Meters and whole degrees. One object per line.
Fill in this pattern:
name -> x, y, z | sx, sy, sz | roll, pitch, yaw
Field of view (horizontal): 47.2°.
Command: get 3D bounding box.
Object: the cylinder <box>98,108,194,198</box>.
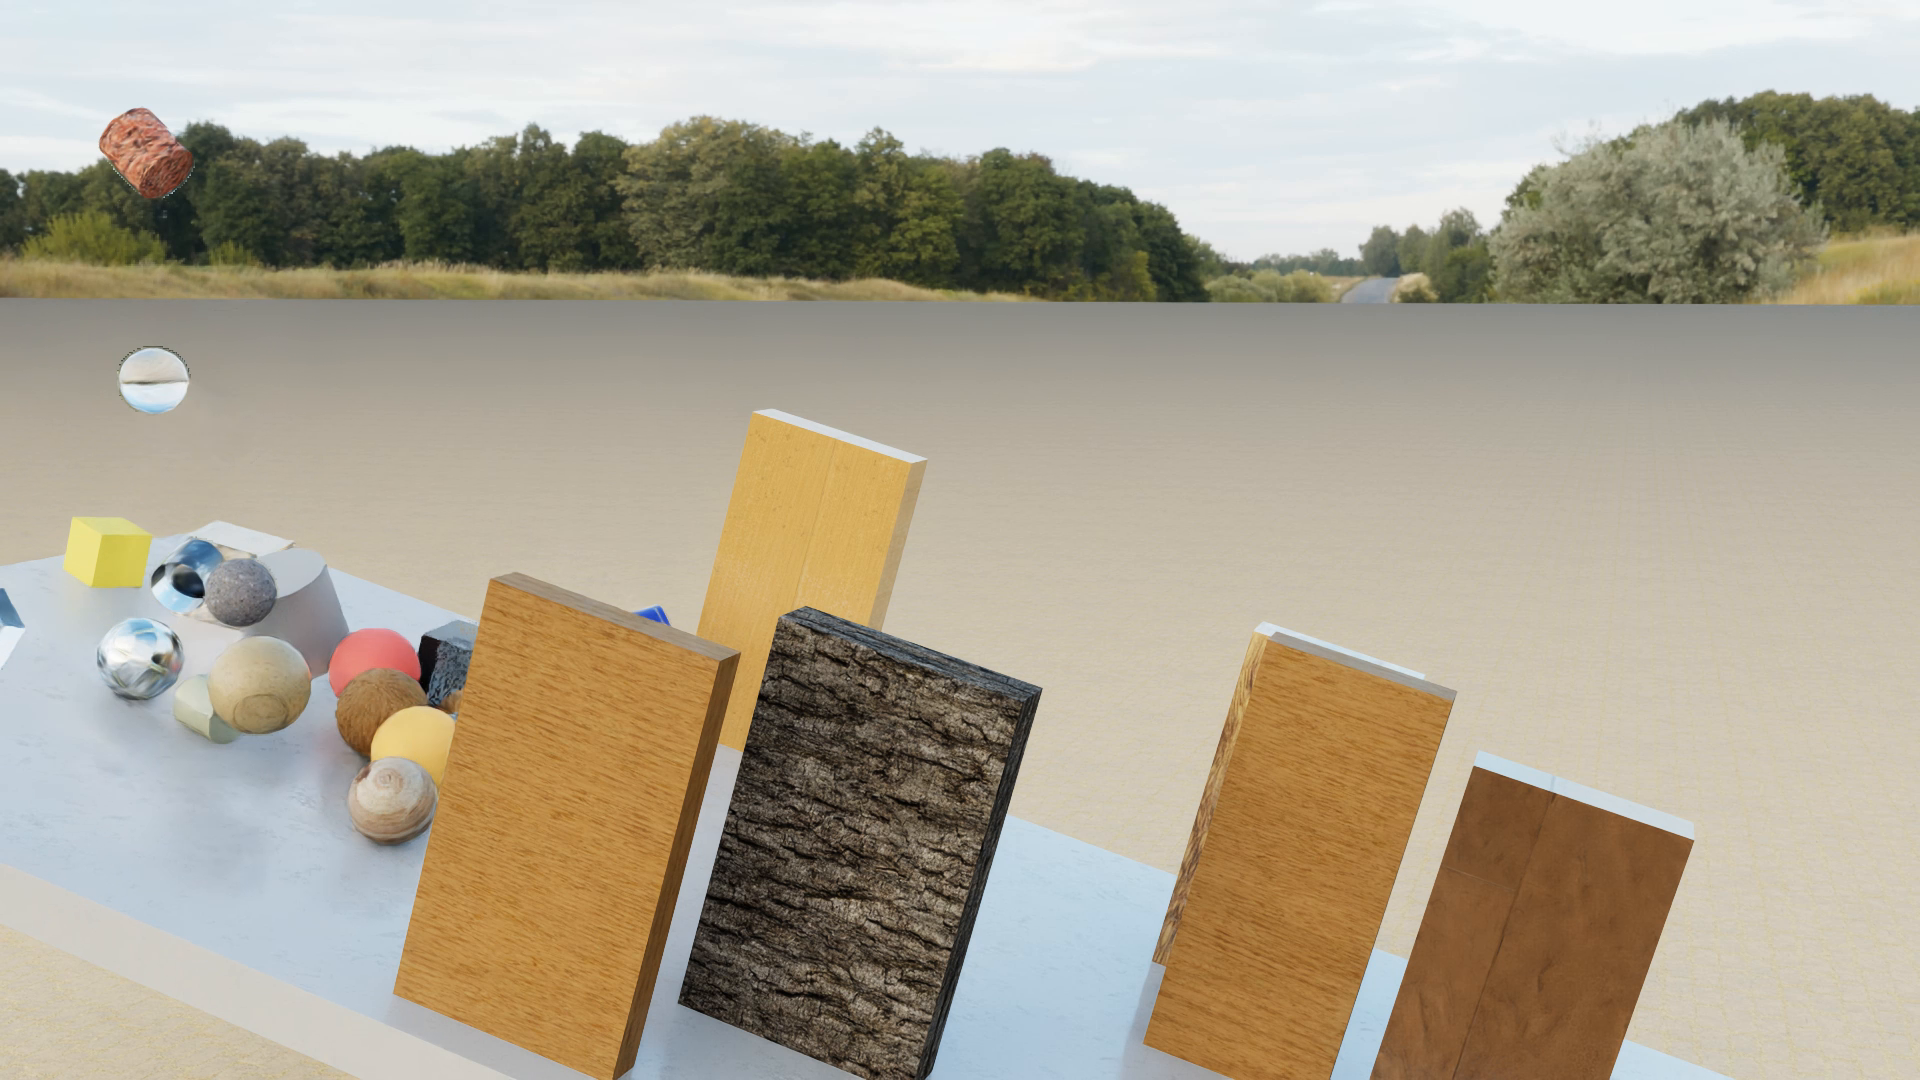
cylinder -> -1.717, -0.817, 4.639 | 0.134, 0.134, 0.134 | 46, 17, 8

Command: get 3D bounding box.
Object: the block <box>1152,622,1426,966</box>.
block -> 0.656, 0.561, 4.409 | 0.337, 0.715, 0.126 | 18, 12, 14

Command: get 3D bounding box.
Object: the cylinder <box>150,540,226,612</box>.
cylinder -> -1.572, 0.073, 4.486 | 0.112, 0.112, 0.112 | 1, 25, 6

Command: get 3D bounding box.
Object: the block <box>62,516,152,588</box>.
block -> -1.944, 0.027, 5.015 | 0.125, 0.125, 0.125 | 23, 14, 35

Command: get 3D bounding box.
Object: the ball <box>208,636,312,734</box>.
ball -> -1.304, 0.270, 4.098 | 0.185, 0.185, 0.185 | 0, 7, 0

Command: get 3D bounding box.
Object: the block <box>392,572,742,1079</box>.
block -> -0.607, 0.439, 3.366 | 0.388, 0.690, 0.082 | 18, 12, 14

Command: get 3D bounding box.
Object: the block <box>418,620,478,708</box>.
block -> -1.062, 0.298, 4.756 | 0.178, 0.178, 0.178 | 17, 11, 9

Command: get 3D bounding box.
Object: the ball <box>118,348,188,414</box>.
ball -> -1.740, -0.343, 4.745 | 0.142, 0.142, 0.142 | 0, 7, 0

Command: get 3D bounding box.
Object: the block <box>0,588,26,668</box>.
block -> -1.899, 0.170, 4.232 | 0.117, 0.117, 0.117 | 48, 20, 30

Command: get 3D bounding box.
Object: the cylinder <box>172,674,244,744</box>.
cylinder -> -1.451, 0.328, 4.268 | 0.105, 0.105, 0.105 | 22, 17, 28

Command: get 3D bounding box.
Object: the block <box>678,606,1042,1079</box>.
block -> -0.169, 0.508, 3.620 | 0.425, 0.690, 0.122 | 18, 12, 14

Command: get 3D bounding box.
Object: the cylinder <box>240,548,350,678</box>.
cylinder -> -1.420, 0.161, 4.664 | 0.207, 0.207, 0.207 | -7, 31, 4

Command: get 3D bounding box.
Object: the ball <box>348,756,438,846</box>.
ball -> -1.030, 0.473, 3.993 | 0.160, 0.160, 0.160 | 0, 7, 0

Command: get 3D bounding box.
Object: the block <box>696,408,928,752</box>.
block -> -0.369, 0.124, 5.030 | 0.391, 0.762, 0.120 | 18, 12, 14

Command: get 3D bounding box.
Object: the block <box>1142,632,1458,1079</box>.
block -> 0.609, 0.597, 3.969 | 0.337, 0.793, 0.099 | 18, 12, 14

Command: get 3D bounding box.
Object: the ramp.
ramp -> -0.378, 0.740, 4.240 | 4.000, 0.100, 2.000 | 18, 12, 14

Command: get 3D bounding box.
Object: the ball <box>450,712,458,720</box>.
ball -> -0.983, 0.413, 4.378 | 0.148, 0.148, 0.148 | 0, 7, 0

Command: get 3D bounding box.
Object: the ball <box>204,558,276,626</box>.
ball -> -1.452, 0.106, 4.437 | 0.139, 0.139, 0.139 | 0, 7, 0

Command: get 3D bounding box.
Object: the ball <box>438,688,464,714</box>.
ball -> -1.014, 0.376, 4.540 | 0.139, 0.139, 0.139 | 0, 7, 0

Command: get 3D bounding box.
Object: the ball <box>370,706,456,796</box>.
ball -> -1.037, 0.411, 4.220 | 0.185, 0.185, 0.185 | 0, 7, 0

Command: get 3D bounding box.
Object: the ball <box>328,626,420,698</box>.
ball -> -1.227, 0.276, 4.613 | 0.187, 0.187, 0.187 | 0, 7, 0

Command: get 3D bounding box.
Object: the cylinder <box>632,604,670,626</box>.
cylinder -> -0.733, 0.255, 4.893 | 0.179, 0.179, 0.179 | -18, 12, -18

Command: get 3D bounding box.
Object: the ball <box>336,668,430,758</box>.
ball -> -1.152, 0.346, 4.391 | 0.182, 0.182, 0.182 | 0, 7, 0

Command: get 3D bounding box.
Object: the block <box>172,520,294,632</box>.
block -> -1.650, 0.083, 4.993 | 0.183, 0.183, 0.183 | 15, 11, 0

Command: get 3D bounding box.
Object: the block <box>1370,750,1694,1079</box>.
block -> 0.912, 0.769, 3.638 | 0.357, 0.756, 0.120 | 18, 12, 14

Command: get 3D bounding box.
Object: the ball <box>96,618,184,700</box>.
ball -> -1.621, 0.234, 4.351 | 0.163, 0.163, 0.163 | 0, 7, 0
